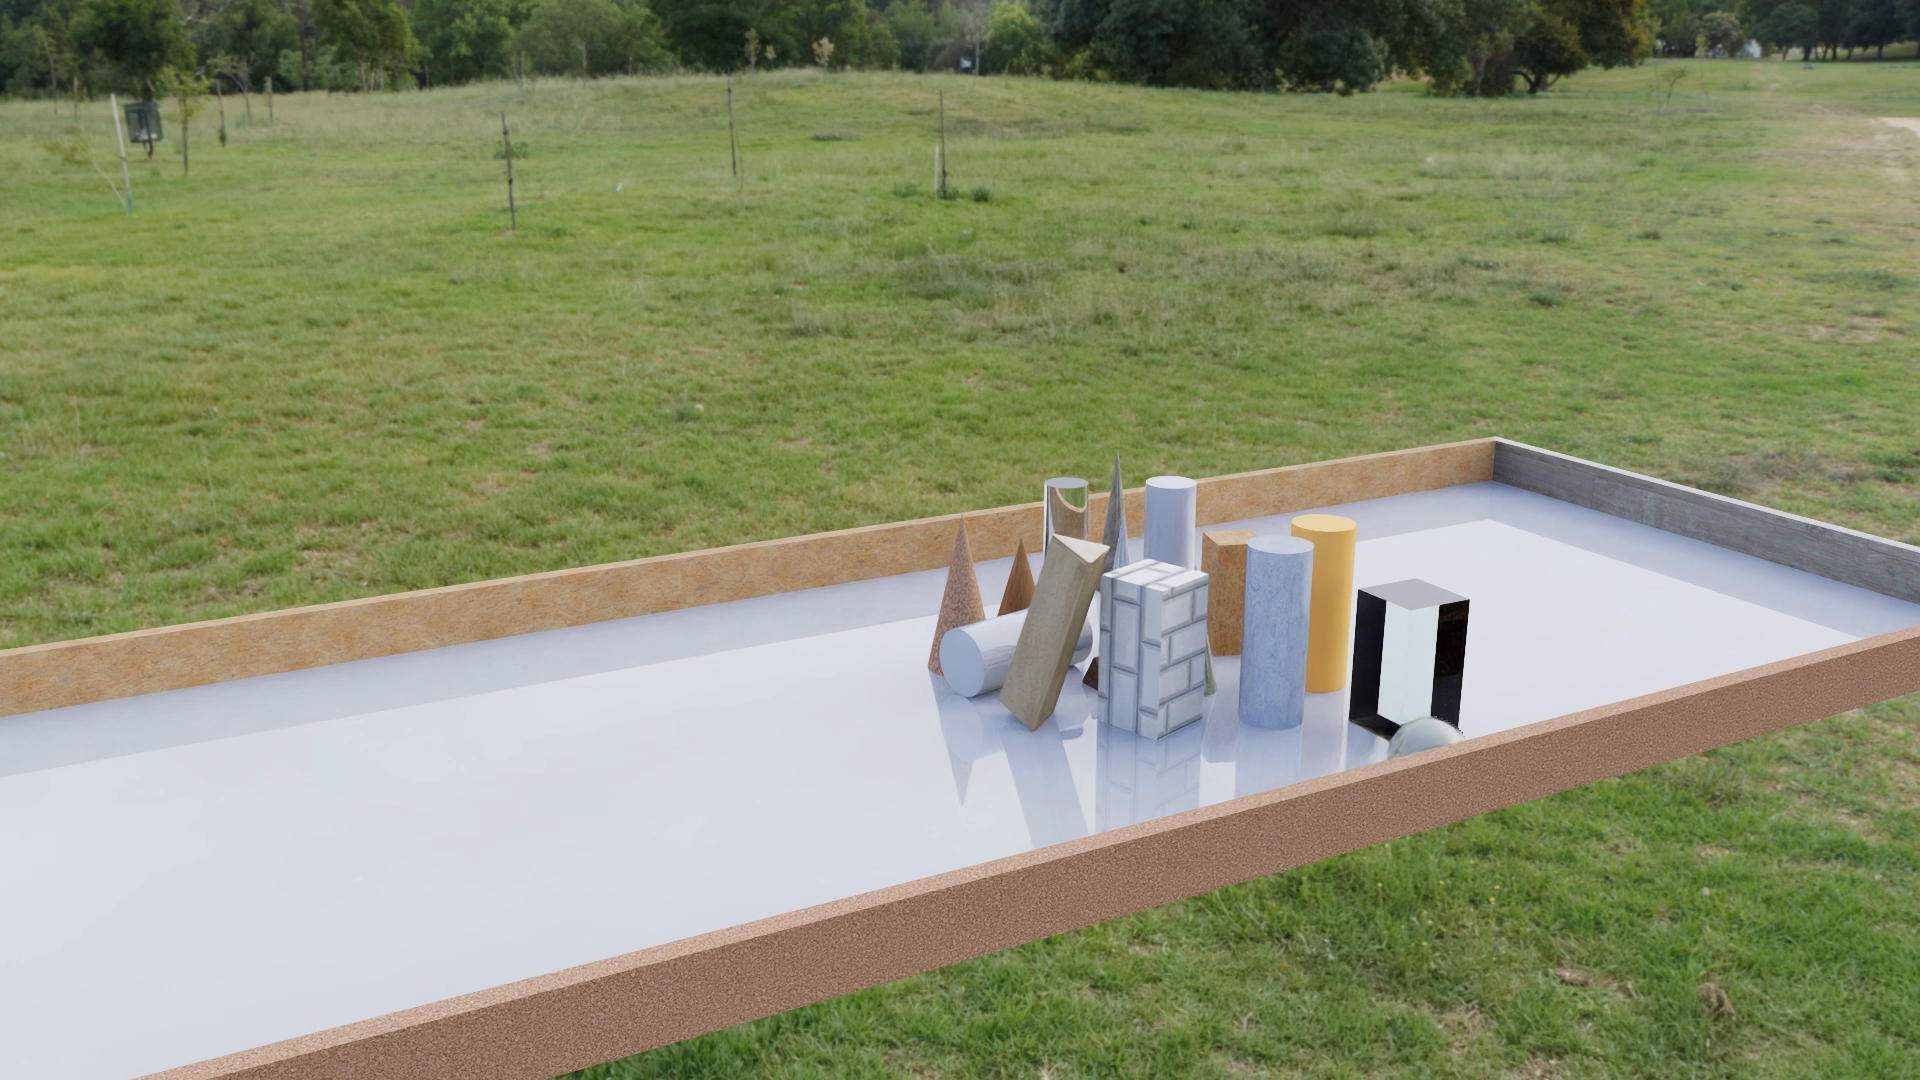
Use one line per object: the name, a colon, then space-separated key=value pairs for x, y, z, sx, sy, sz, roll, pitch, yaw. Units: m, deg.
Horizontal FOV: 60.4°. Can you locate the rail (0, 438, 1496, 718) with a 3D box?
rail: x=-3.305 y=0.497 z=3.399 sx=12.000 sy=0.150 sz=0.050 roll=-9 pitch=18 yaw=-27

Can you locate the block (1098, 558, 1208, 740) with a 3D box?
block: x=0.450 y=0.252 z=3.856 sx=0.176 sy=0.361 sz=0.176 roll=15 pitch=22 yaw=41

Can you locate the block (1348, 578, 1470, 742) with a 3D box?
block: x=1.038 y=0.280 z=3.820 sx=0.176 sy=0.328 sz=0.176 roll=-8 pitch=18 yaw=-26

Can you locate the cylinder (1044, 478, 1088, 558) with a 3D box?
cylinder: x=0.295 y=0.020 z=4.625 sx=0.123 sy=0.373 sz=0.123 roll=0 pitch=16 yaw=0

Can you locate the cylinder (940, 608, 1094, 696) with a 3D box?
cylinder: x=0.144 y=0.268 z=4.140 sx=0.362 sy=0.172 sz=0.172 roll=-13 pitch=21 yaw=-38

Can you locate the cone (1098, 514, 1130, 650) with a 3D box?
cone: x=0.423 y=0.104 z=4.316 sx=0.115 sy=0.386 sz=0.115 roll=0 pitch=16 yaw=0

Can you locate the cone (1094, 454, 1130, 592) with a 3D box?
cone: x=0.455 y=-0.062 z=4.809 sx=0.116 sy=0.426 sz=0.116 roll=0 pitch=16 yaw=0

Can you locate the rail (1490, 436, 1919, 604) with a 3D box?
rail: x=2.466 y=-0.048 z=5.253 sx=0.050 sy=0.150 sz=2.100 roll=-9 pitch=18 yaw=-27

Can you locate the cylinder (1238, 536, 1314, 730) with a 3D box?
cylinder: x=0.738 y=0.216 z=3.858 sx=0.152 sy=0.430 sz=0.152 roll=0 pitch=16 yaw=0

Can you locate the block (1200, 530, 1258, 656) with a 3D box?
block: x=0.717 y=0.138 z=4.347 sx=0.130 sy=0.303 sz=0.130 roll=-3 pitch=17 yaw=-10

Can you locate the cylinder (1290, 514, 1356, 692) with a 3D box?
cylinder: x=0.890 y=0.157 z=4.086 sx=0.156 sy=0.415 sz=0.156 roll=0 pitch=16 yaw=0

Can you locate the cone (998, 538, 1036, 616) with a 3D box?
cone: x=0.160 y=0.138 z=4.351 sx=0.171 sy=0.301 sz=0.171 roll=0 pitch=16 yaw=0

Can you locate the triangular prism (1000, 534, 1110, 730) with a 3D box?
triangular prism: x=0.204 y=0.207 z=3.832 sx=0.119 sy=0.444 sz=0.137 roll=24 pitch=23 yaw=17

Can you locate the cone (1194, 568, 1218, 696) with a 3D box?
cone: x=0.574 y=0.213 z=4.059 sx=0.133 sy=0.322 sz=0.133 roll=0 pitch=16 yaw=0

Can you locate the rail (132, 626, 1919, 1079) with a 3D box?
rail: x=-2.336 y=1.006 z=1.665 sx=12.000 sy=0.150 sz=0.050 roll=-9 pitch=18 yaw=-27

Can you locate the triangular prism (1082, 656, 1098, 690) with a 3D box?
triangular prism: x=0.464 y=0.305 z=4.165 sx=0.311 sy=0.081 sz=0.093 roll=-10 pitch=19 yaw=-30

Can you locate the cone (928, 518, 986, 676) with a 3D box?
cone: x=0.005 y=0.128 z=4.193 sx=0.177 sy=0.409 sz=0.177 roll=0 pitch=16 yaw=0

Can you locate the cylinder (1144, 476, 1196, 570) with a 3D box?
cylinder: x=0.583 y=0.023 z=4.600 sx=0.140 sy=0.381 sz=0.140 roll=0 pitch=16 yaw=0

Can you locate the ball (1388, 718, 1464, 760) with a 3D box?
ball: x=0.991 y=0.460 z=3.494 sx=0.167 sy=0.167 sz=0.167 roll=0 pitch=16 yaw=0
